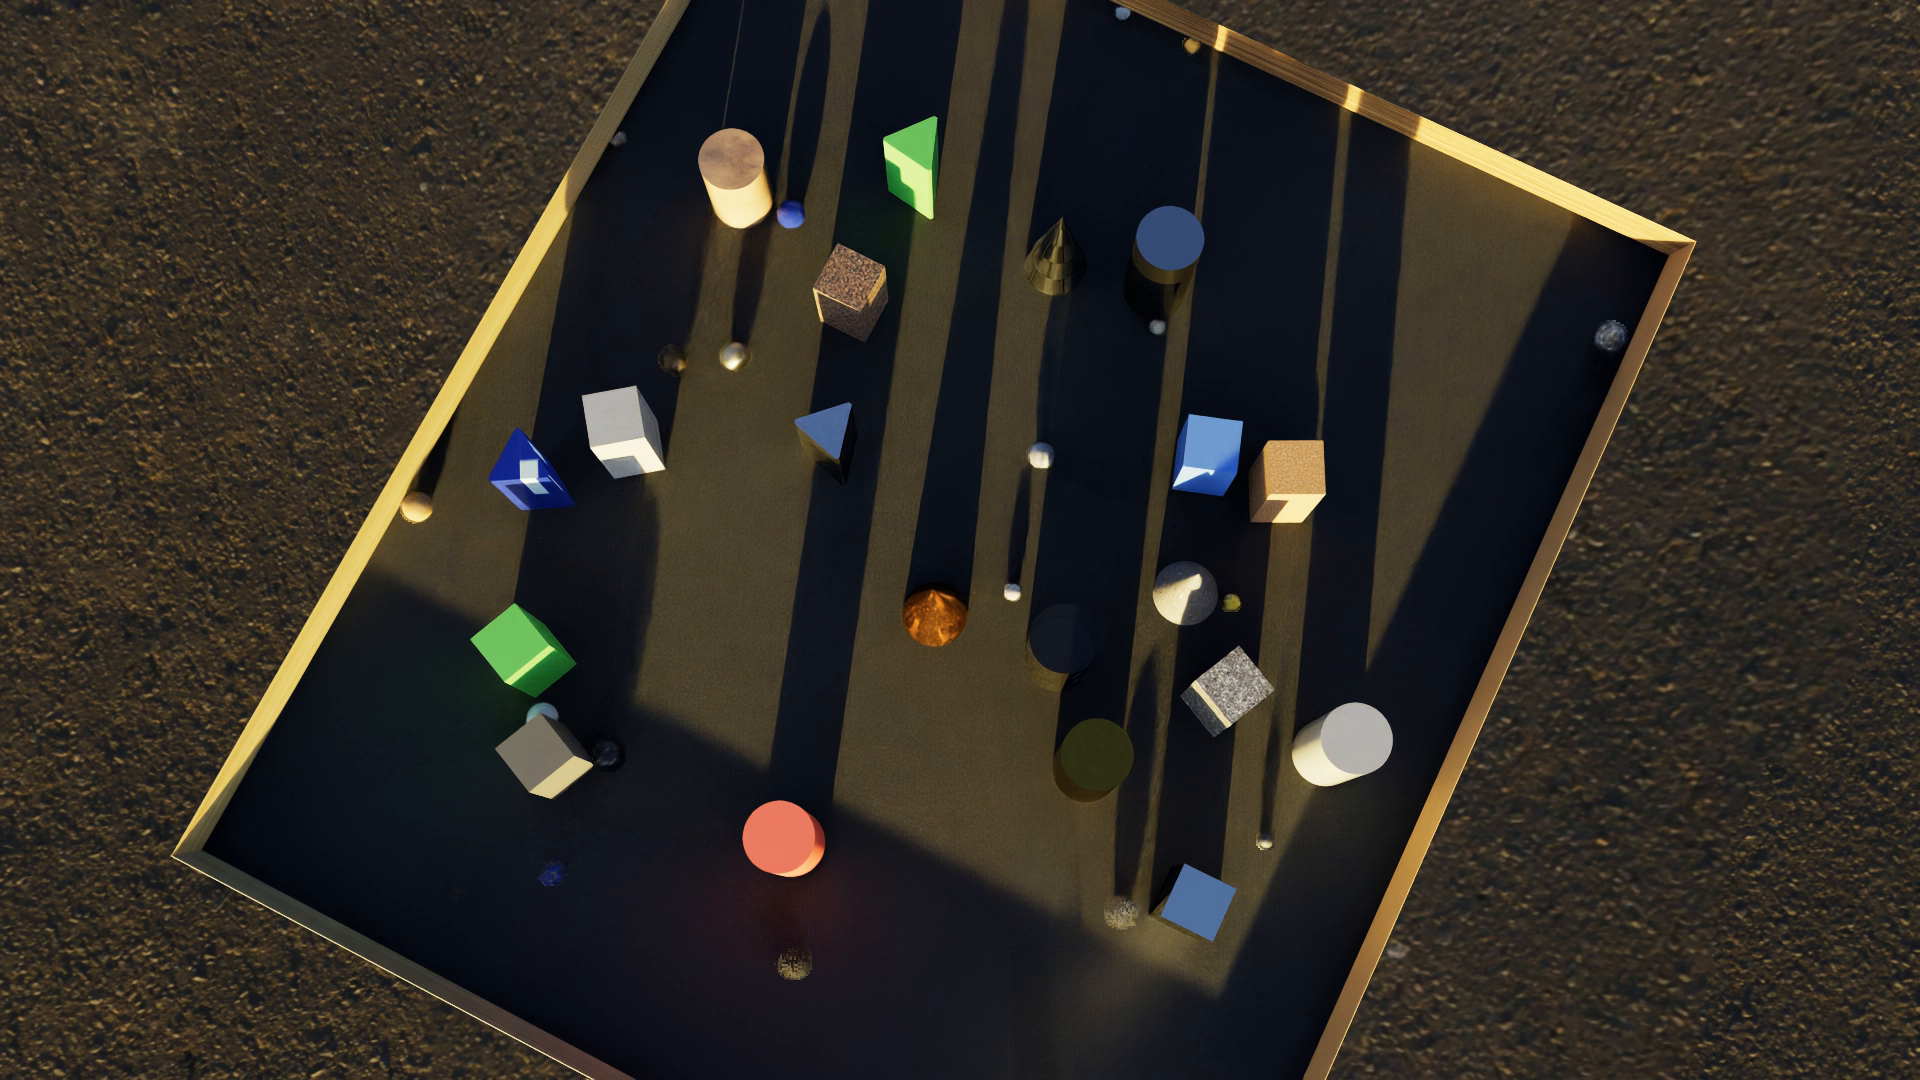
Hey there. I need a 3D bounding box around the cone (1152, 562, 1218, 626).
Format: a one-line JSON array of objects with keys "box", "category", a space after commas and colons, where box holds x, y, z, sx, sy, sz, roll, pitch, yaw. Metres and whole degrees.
[{"box": [0.687, 0.130, 5.428, 0.199, 0.316, 0.199, 0, 78, 0], "category": "cone"}]

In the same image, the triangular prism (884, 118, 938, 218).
[{"box": [-0.116, -1.169, 5.662, 0.172, 0.385, 0.149, 35, 80, 7], "category": "triangular prism"}]

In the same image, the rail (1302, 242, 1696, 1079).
[{"box": [1.429, 0.706, 5.403, 0.045, 0.129, 3.720, 26, 80, 5], "category": "rail"}]

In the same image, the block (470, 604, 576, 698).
[{"box": [-1.270, 0.327, 5.354, 0.159, 0.383, 0.159, -40, 81, -8], "category": "block"}]

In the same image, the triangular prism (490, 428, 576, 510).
[{"box": [-1.273, -0.212, 5.465, 0.172, 0.383, 0.149, -4, 78, -1], "category": "triangular prism"}]

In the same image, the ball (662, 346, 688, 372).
[{"box": [-0.888, -0.561, 5.692, 0.081, 0.081, 0.081, 0, 78, 0], "category": "ball"}]

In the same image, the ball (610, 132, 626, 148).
[{"box": [-1.094, -1.279, 5.856, 0.050, 0.050, 0.050, 0, 78, 0], "category": "ball"}]

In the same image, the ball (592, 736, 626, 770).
[{"box": [-1.043, 0.634, 5.435, 0.099, 0.099, 0.099, 0, 78, 0], "category": "ball"}]

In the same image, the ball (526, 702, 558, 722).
[{"box": [-1.243, 0.531, 5.459, 0.094, 0.094, 0.094, 0, 78, 0], "category": "ball"}]

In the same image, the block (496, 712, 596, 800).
[{"box": [-1.196, 0.630, 5.316, 0.159, 0.334, 0.159, -39, 81, -7], "category": "block"}]

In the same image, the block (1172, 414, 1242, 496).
[{"box": [0.742, -0.253, 5.519, 0.159, 0.293, 0.159, 8, 78, 2], "category": "block"}]

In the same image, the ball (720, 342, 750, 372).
[{"box": [-0.697, -0.570, 5.689, 0.090, 0.090, 0.090, 0, 78, 0], "category": "ball"}]

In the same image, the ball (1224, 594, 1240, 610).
[{"box": [0.824, 0.187, 5.551, 0.053, 0.053, 0.053, 0, 78, 0], "category": "ball"}]

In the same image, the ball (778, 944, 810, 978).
[{"box": [-0.481, 1.223, 5.315, 0.096, 0.096, 0.096, 0, 78, 0], "category": "ball"}]

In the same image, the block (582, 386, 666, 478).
[{"box": [-1.003, -0.319, 5.489, 0.159, 0.380, 0.159, -11, 79, -2], "category": "block"}]

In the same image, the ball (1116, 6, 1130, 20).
[{"box": [0.529, -1.710, 5.947, 0.046, 0.046, 0.046, 0, 78, 0], "category": "ball"}]

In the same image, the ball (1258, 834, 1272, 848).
[{"box": [0.902, 0.888, 5.411, 0.043, 0.043, 0.043, 0, 78, 0], "category": "ball"}]

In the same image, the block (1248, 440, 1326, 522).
[{"box": [0.970, -0.171, 5.459, 0.159, 0.378, 0.159, 0, 78, 0], "category": "block"}]

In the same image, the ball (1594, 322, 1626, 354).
[{"box": [2.022, -0.628, 5.699, 0.094, 0.094, 0.094, 0, 78, 0], "category": "ball"}]

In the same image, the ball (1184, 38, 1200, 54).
[{"box": [0.751, -1.598, 5.922, 0.050, 0.050, 0.050, 0, 78, 0], "category": "ball"}]

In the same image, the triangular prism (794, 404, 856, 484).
[{"box": [-0.370, -0.312, 5.509, 0.172, 0.337, 0.149, 41, 81, 8], "category": "triangular prism"}]

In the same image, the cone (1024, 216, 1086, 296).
[{"box": [0.302, -0.910, 5.594, 0.199, 0.413, 0.199, 0, 78, 0], "category": "cone"}]

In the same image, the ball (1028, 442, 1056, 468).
[{"box": [0.252, -0.259, 5.629, 0.081, 0.081, 0.081, 0, 78, 0], "category": "ball"}]

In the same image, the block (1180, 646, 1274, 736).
[{"box": [0.774, 0.445, 5.334, 0.159, 0.372, 0.159, -37, 81, -7], "category": "block"}]

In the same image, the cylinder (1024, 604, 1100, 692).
[{"box": [0.294, 0.318, 5.339, 0.199, 0.415, 0.199, 0, 78, 0], "category": "cylinder"}]

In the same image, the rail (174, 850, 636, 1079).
[{"box": [-0.821, 1.615, 5.215, 3.242, 0.129, 0.045, 26, 80, 5], "category": "rail"}]

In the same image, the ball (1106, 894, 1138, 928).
[{"box": [0.473, 1.083, 5.344, 0.094, 0.094, 0.094, 0, 78, 0], "category": "ball"}]

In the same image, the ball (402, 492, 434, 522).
[{"box": [-1.655, -0.102, 5.591, 0.092, 0.092, 0.092, 0, 78, 0], "category": "ball"}]

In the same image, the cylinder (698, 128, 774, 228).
[{"box": [-0.691, -1.119, 5.689, 0.199, 0.311, 0.199, 0, 78, 0], "category": "cylinder"}]

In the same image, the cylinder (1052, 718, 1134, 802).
[{"box": [0.375, 0.635, 5.235, 0.199, 0.490, 0.199, 0, 78, 0], "category": "cylinder"}]

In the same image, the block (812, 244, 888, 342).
[{"box": [-0.332, -0.754, 5.618, 0.159, 0.303, 0.159, 27, 80, 5], "category": "block"}]

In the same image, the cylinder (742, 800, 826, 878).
[{"box": [-0.498, 0.857, 5.235, 0.199, 0.400, 0.199, 0, 78, 0], "category": "cylinder"}]

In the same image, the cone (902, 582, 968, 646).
[{"box": [-0.076, 0.182, 5.362, 0.199, 0.424, 0.199, 0, 78, 0], "category": "cone"}]

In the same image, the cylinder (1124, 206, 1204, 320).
[{"box": [0.614, -0.836, 5.563, 0.199, 0.444, 0.199, 0, 78, 0], "category": "cylinder"}]

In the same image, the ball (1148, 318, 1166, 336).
[{"box": [0.616, -0.666, 5.729, 0.051, 0.051, 0.051, 0, 78, 0], "category": "ball"}]

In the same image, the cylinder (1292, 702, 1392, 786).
[{"box": [1.093, 0.592, 5.266, 0.199, 0.447, 0.199, 0, 78, 0], "category": "cylinder"}]

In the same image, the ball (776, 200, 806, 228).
[{"box": [-0.532, -1.029, 5.783, 0.092, 0.092, 0.092, 0, 78, 0], "category": "ball"}]

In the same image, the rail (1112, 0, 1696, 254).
[{"box": [0.821, -1.602, 5.881, 3.242, 0.129, 0.045, 26, 80, 5], "category": "rail"}]

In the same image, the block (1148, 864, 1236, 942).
[{"box": [0.660, 1.036, 5.231, 0.159, 0.336, 0.159, 26, 79, 5], "category": "block"}]

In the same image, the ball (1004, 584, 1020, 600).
[{"box": [0.157, 0.157, 5.558, 0.052, 0.052, 0.052, 0, 78, 0], "category": "ball"}]

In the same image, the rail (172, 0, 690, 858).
[{"box": [-1.429, -0.693, 5.693, 0.045, 0.129, 3.720, 26, 80, 5], "category": "rail"}]

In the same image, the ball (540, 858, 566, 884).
[{"box": [-1.195, 0.973, 5.378, 0.073, 0.073, 0.073, 0, 78, 0], "category": "ball"}]
